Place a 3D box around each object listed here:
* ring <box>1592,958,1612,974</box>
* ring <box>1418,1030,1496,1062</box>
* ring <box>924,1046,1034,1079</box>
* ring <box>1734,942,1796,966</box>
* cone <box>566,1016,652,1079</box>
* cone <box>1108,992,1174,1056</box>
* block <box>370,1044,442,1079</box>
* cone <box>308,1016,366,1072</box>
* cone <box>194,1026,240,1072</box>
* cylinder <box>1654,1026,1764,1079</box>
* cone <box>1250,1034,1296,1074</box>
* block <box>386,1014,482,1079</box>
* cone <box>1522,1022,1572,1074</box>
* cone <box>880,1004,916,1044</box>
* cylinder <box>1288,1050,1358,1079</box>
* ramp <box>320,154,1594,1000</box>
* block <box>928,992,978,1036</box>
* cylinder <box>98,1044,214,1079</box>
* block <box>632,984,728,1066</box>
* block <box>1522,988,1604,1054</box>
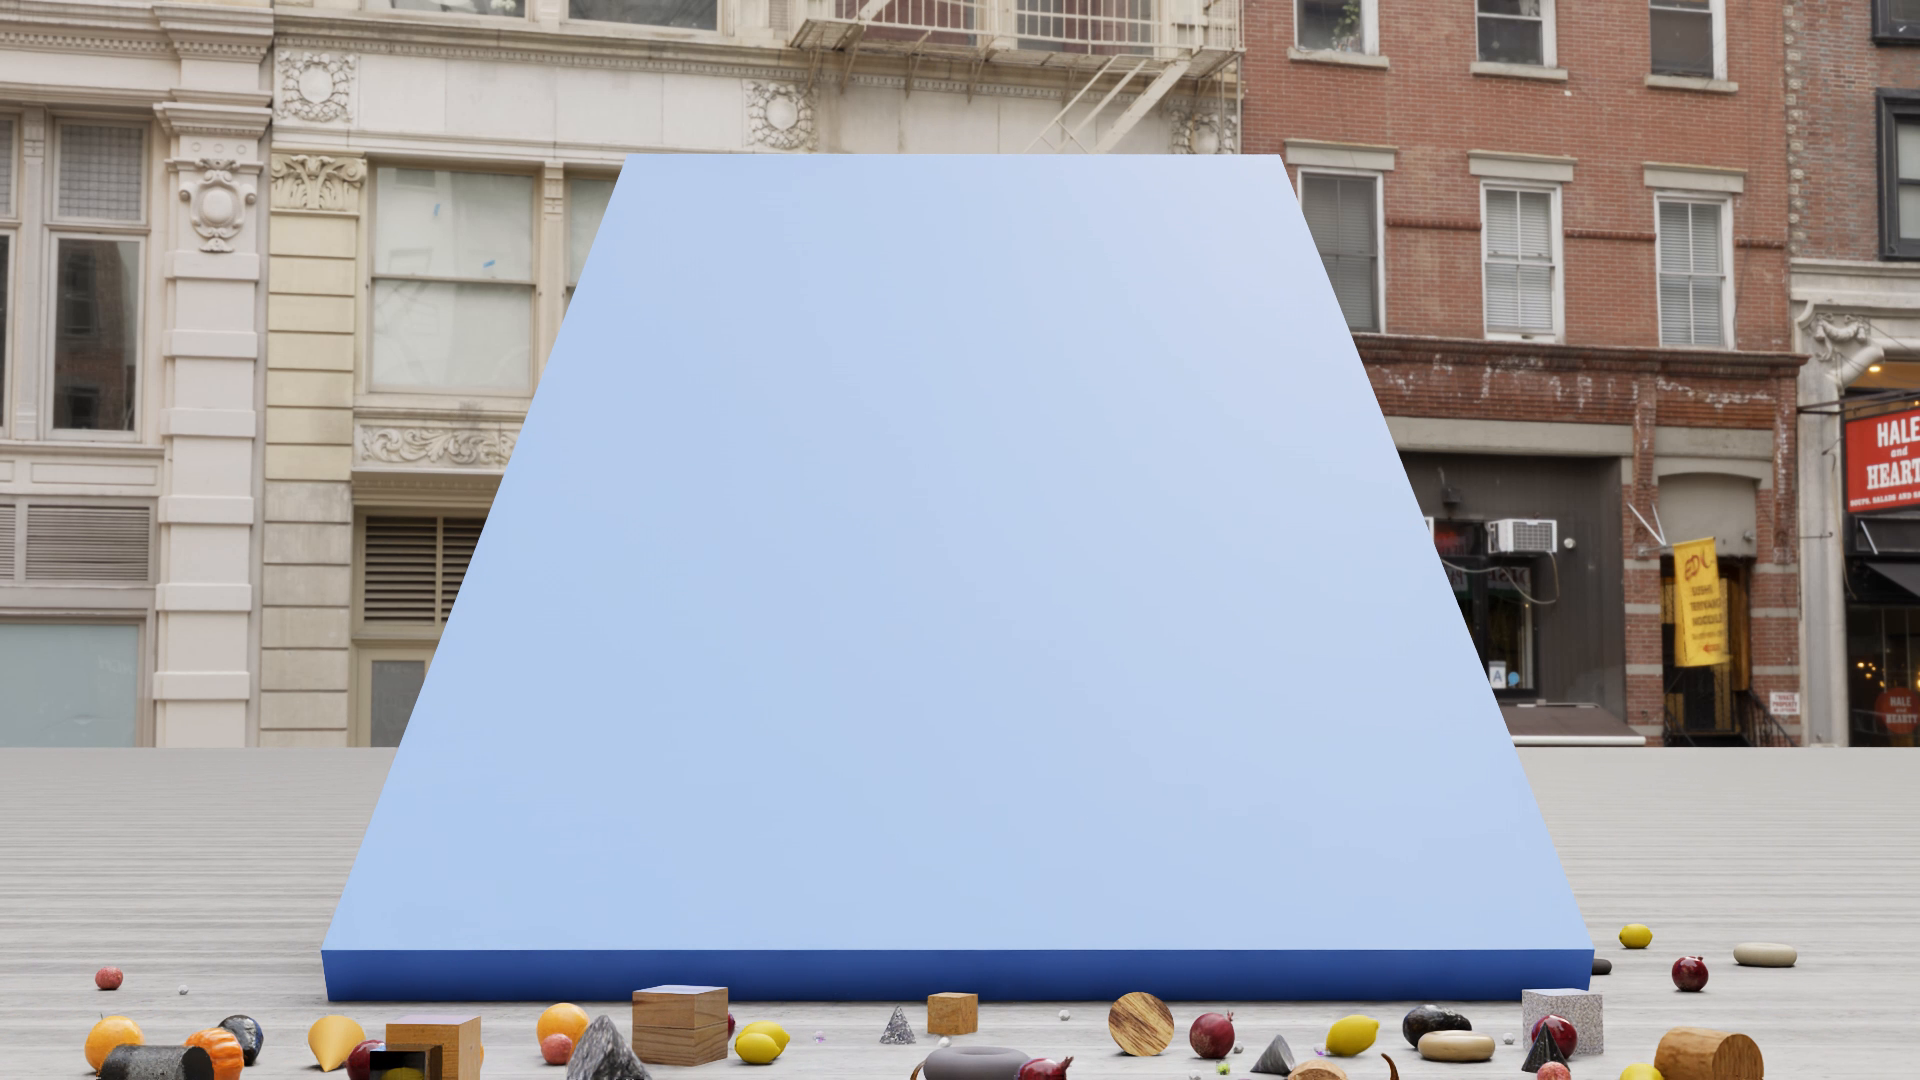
[{"bbox_3d":[1.119,0.757,4.215,0.075,0.025,0.075,0,-6,0],"label":"ring"},{"bbox_3d":[0.645,0.657,3.084,0.099,0.033,0.099,-1,-6,0],"label":"ring"},{"bbox_3d":[0.022,0.630,2.826,0.133,0.044,0.133,1,-5,0],"label":"ring"},{"bbox_3d":[1.484,0.765,4.376,0.112,0.037,0.112,1,-4,0],"label":"ring"},{"bbox_3d":[-0.401,0.630,2.824,0.097,0.097,0.097,31,-18,-22],"label":"cone"},{"bbox_3d":[0.233,0.661,3.163,0.088,0.088,0.088,1,-31,-9],"label":"cone"},{"bbox_3d":[-0.629,0.609,2.696,0.064,0.064,0.064,0,-5,5],"label":"block"},{"bbox_3d":[-0.790,0.649,2.985,0.073,0.073,0.073,0,22,-4],"label":"cone"},{"bbox_3d":[-0.938,0.654,3.004,0.058,0.058,0.058,1,-31,-11],"label":"cone"},{"bbox_3d":[0.850,0.599,2.694,0.084,0.084,0.084,3,-6,-30],"label":"cylinder"},{"bbox_3d":[0.383,0.650,2.951,0.054,0.054,0.054,-29,-14,16],"label":"cone"},{"bbox_3d":[-0.615,0.604,2.771,0.087,0.087,0.087,0,-5,5],"label":"block"},{"bbox_3d":[0.733,0.634,2.974,0.061,0.061,0.061,0,-5,0],"label":"cone"},{"bbox_3d":[-0.085,0.661,3.253,0.053,0.053,0.053,0,-5,0],"label":"cone"},{"bbox_3d":[0.378,0.589,2.507,0.071,0.071,0.071,-2,18,24],"label":"cylinder"},{"bbox_3d":[-0.011,-0.226,5.528,2.000,0.100,4.000,0,27,0],"label":"ramp"},{"bbox_3d":[-0.010,0.671,3.365,0.052,0.052,0.052,-3,-6,29],"label":"block"},{"bbox_3d":[-0.859,0.584,2.536,0.087,0.087,0.087,-1,-5,12],"label":"cylinder"},{"bbox_3d":[-0.362,0.627,3.070,0.090,0.090,0.090,-2,-5,22],"label":"block"},{"bbox_3d":[0.803,0.642,3.164,0.077,0.077,0.077,1,-5,-14],"label":"block"}]
